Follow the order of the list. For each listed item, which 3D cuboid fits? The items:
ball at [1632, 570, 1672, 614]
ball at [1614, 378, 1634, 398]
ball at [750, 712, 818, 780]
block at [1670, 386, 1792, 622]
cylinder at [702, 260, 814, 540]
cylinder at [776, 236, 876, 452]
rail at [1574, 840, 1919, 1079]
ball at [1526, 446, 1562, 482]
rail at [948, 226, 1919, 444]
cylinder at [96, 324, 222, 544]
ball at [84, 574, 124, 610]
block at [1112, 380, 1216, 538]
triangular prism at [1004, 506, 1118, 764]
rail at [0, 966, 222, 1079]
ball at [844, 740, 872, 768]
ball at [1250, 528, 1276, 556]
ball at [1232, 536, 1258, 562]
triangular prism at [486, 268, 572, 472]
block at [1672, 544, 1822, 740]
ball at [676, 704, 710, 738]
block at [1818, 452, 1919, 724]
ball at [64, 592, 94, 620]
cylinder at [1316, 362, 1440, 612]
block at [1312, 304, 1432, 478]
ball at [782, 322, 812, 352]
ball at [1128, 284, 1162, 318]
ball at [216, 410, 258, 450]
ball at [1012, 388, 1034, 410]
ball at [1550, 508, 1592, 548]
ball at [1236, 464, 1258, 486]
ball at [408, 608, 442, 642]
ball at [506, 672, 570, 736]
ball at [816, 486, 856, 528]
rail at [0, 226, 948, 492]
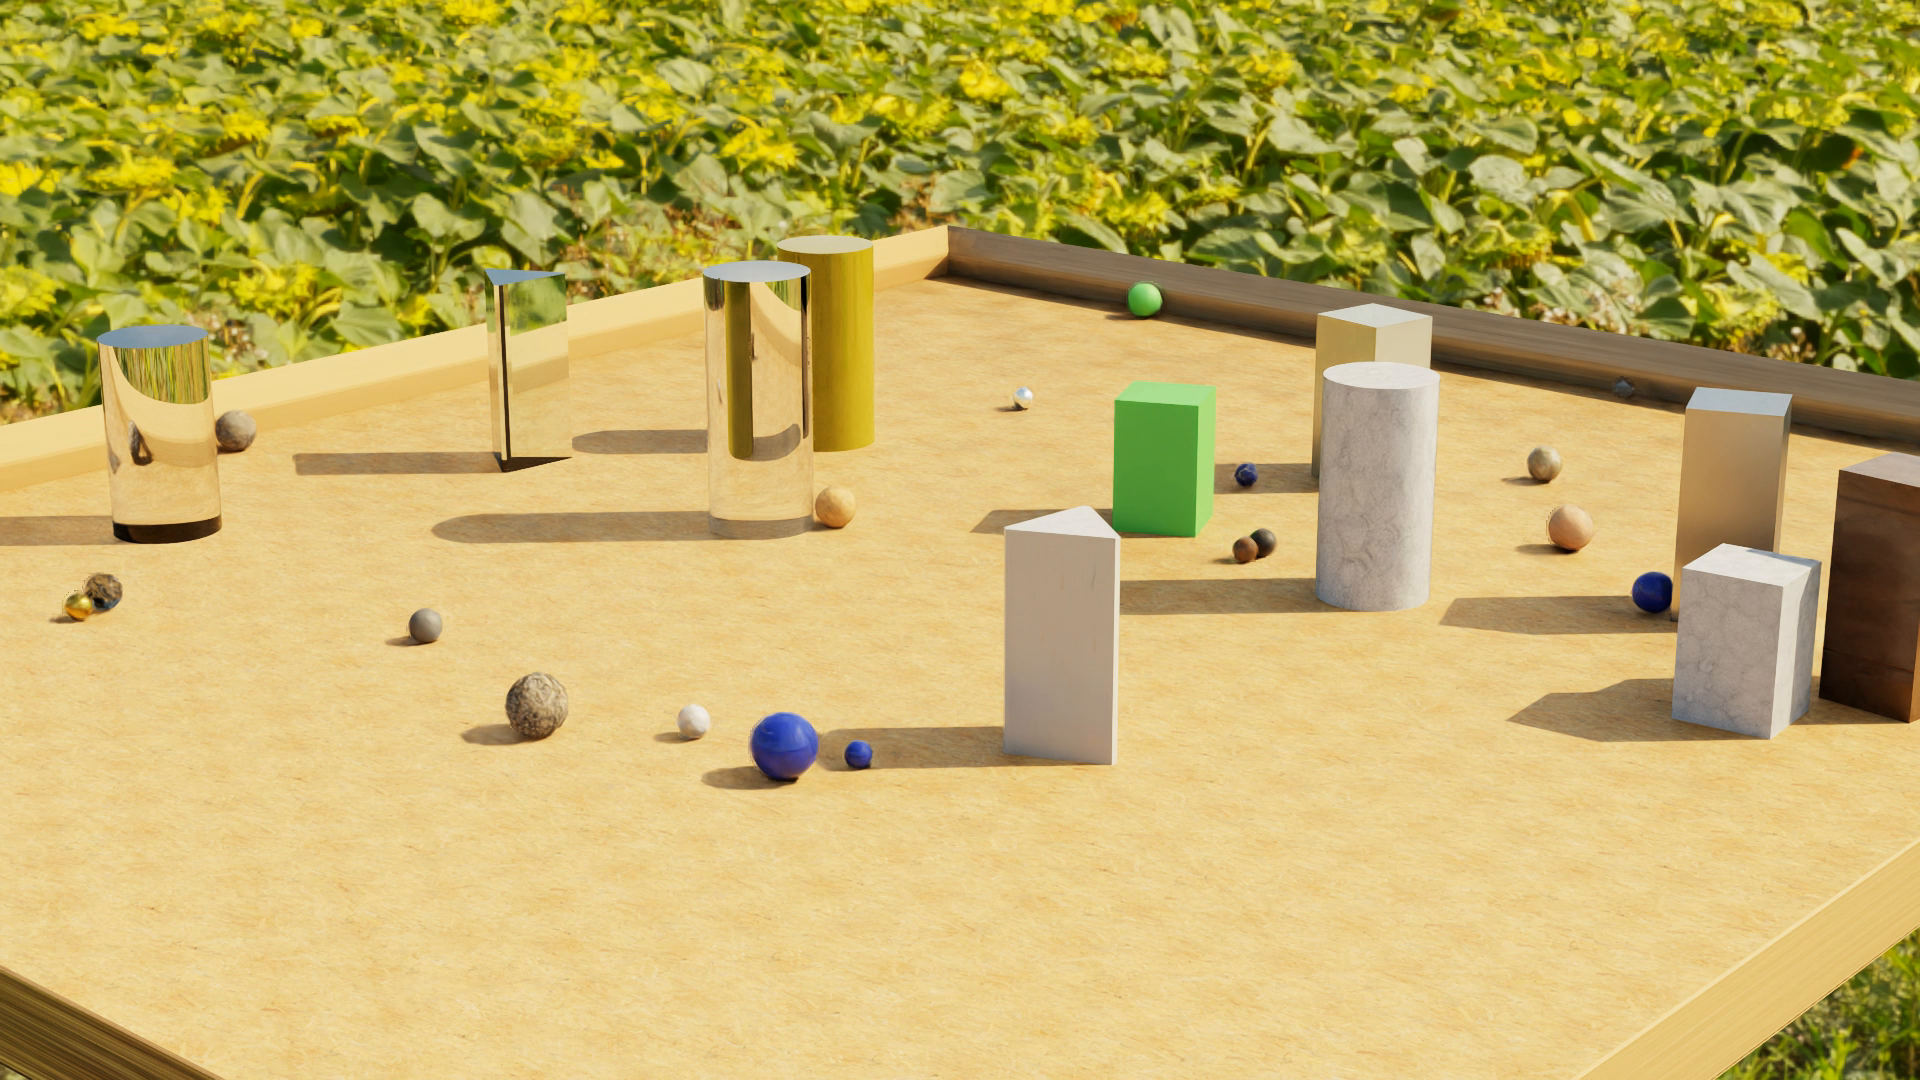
[{"bbox_3d":[1.189,0.089,5.033,0.073,0.073,0.073,0,17,0],"label":"ball"},{"bbox_3d":[1.473,-0.337,6.501,0.042,0.042,0.042,0,17,0],"label":"ball"},{"bbox_3d":[-0.256,0.300,4.285,0.100,0.100,0.100,0,17,0],"label":"ball"},{"bbox_3d":[1.312,-0.054,4.986,0.159,0.374,0.159,6,18,19],"label":"block"},{"bbox_3d":[-0.375,-0.262,5.481,0.199,0.488,0.199,0,17,0],"label":"cylinder"},{"bbox_3d":[-0.278,-0.410,6.095,0.199,0.416,0.199,0,17,0],"label":"cylinder"},{"bbox_3d":[1.385,0.379,3.968,0.045,0.129,4.174,14,22,39],"label":"rail"},{"bbox_3d":[1.164,-0.152,5.838,0.070,0.070,0.070,0,17,0],"label":"ball"},{"bbox_3d":[1.353,-0.417,6.612,3.716,0.129,0.045,14,22,39],"label":"rail"},{"bbox_3d":[-1.492,-0.199,5.470,0.199,0.372,0.199,0,17,0],"label":"cylinder"},{"bbox_3d":[-1.474,0.089,5.048,0.064,0.064,0.064,0,17,0],"label":"ball"},{"bbox_3d":[0.386,-0.154,5.528,0.159,0.253,0.159,5,17,16],"label":"block"},{"bbox_3d":[0.169,0.137,4.391,0.173,0.351,0.149,5,17,16],"label":"triangular prism"},{"bbox_3d":[-1.353,0.482,3.628,3.716,0.129,0.045,14,22,39],"label":"rail"},{"bbox_3d":[-0.151,0.316,4.333,0.041,0.041,0.041,0,17,0],"label":"ball"},{"bbox_3d":[0.552,0.005,5.352,0.051,0.051,0.051,0,17,0],"label":"ball"},{"bbox_3d":[0.517,0.017,5.318,0.047,0.047,0.047,0,17,0],"label":"ball"},{"bbox_3d":[-0.909,-0.352,5.957,0.149,0.384,0.173,16,23,43],"label":"triangular prism"},{"bbox_3d":[1.212,0.154,4.521,0.159,0.244,0.159,12,20,34],"label":"block"},{"bbox_3d":[-0.405,0.276,4.451,0.051,0.051,0.051,0,17,0],"label":"ball"},{"bbox_3d":[1.468,0.072,4.570,0.159,0.373,0.159,-15,22,-40],"label":"block"},{"bbox_3d":[-1.502,0.113,4.998,0.047,0.047,0.047,0,17,0],"label":"ball"},{"bbox_3d":[0.723,-0.094,5.084,0.199,0.394,0.199,0,17,0],"label":"cylinder"},{"bbox_3d":[0.817,-0.285,5.826,0.159,0.331,0.159,-13,21,-37],"label":"block"},{"bbox_3d":[-0.385,-0.480,6.929,0.068,0.068,0.068,0,17,0],"label":"ball"},{"bbox_3d":[0.459,-0.596,7.285,0.085,0.085,0.085,0,17,0],"label":"ball"},{"bbox_3d":[-1.497,-0.227,6.063,0.085,0.085,0.085,0,17,0],"label":"ball"},{"bbox_3d":[0.138,-0.309,6.402,0.047,0.047,0.047,0,17,0],"label":"ball"},{"bbox_3d":[1.123,-0.022,5.385,0.074,0.074,0.074,0,17,0],"label":"ball"},{"bbox_3d":[0.567,-0.128,5.803,0.045,0.045,0.045,0,17,0],"label":"ball"},{"bbox_3d":[-0.890,0.142,4.885,0.057,0.057,0.057,0,17,0],"label":"ball"},{"bbox_3d":[-0.643,0.250,4.458,0.097,0.097,0.097,0,17,0],"label":"ball"},{"bbox_3d":[-0.234,-0.063,5.529,0.079,0.079,0.079,0,17,0],"label":"ball"},{"bbox_3d":[-1.385,-0.314,6.271,0.045,0.129,4.174,14,22,39],"label":"rail"}]
